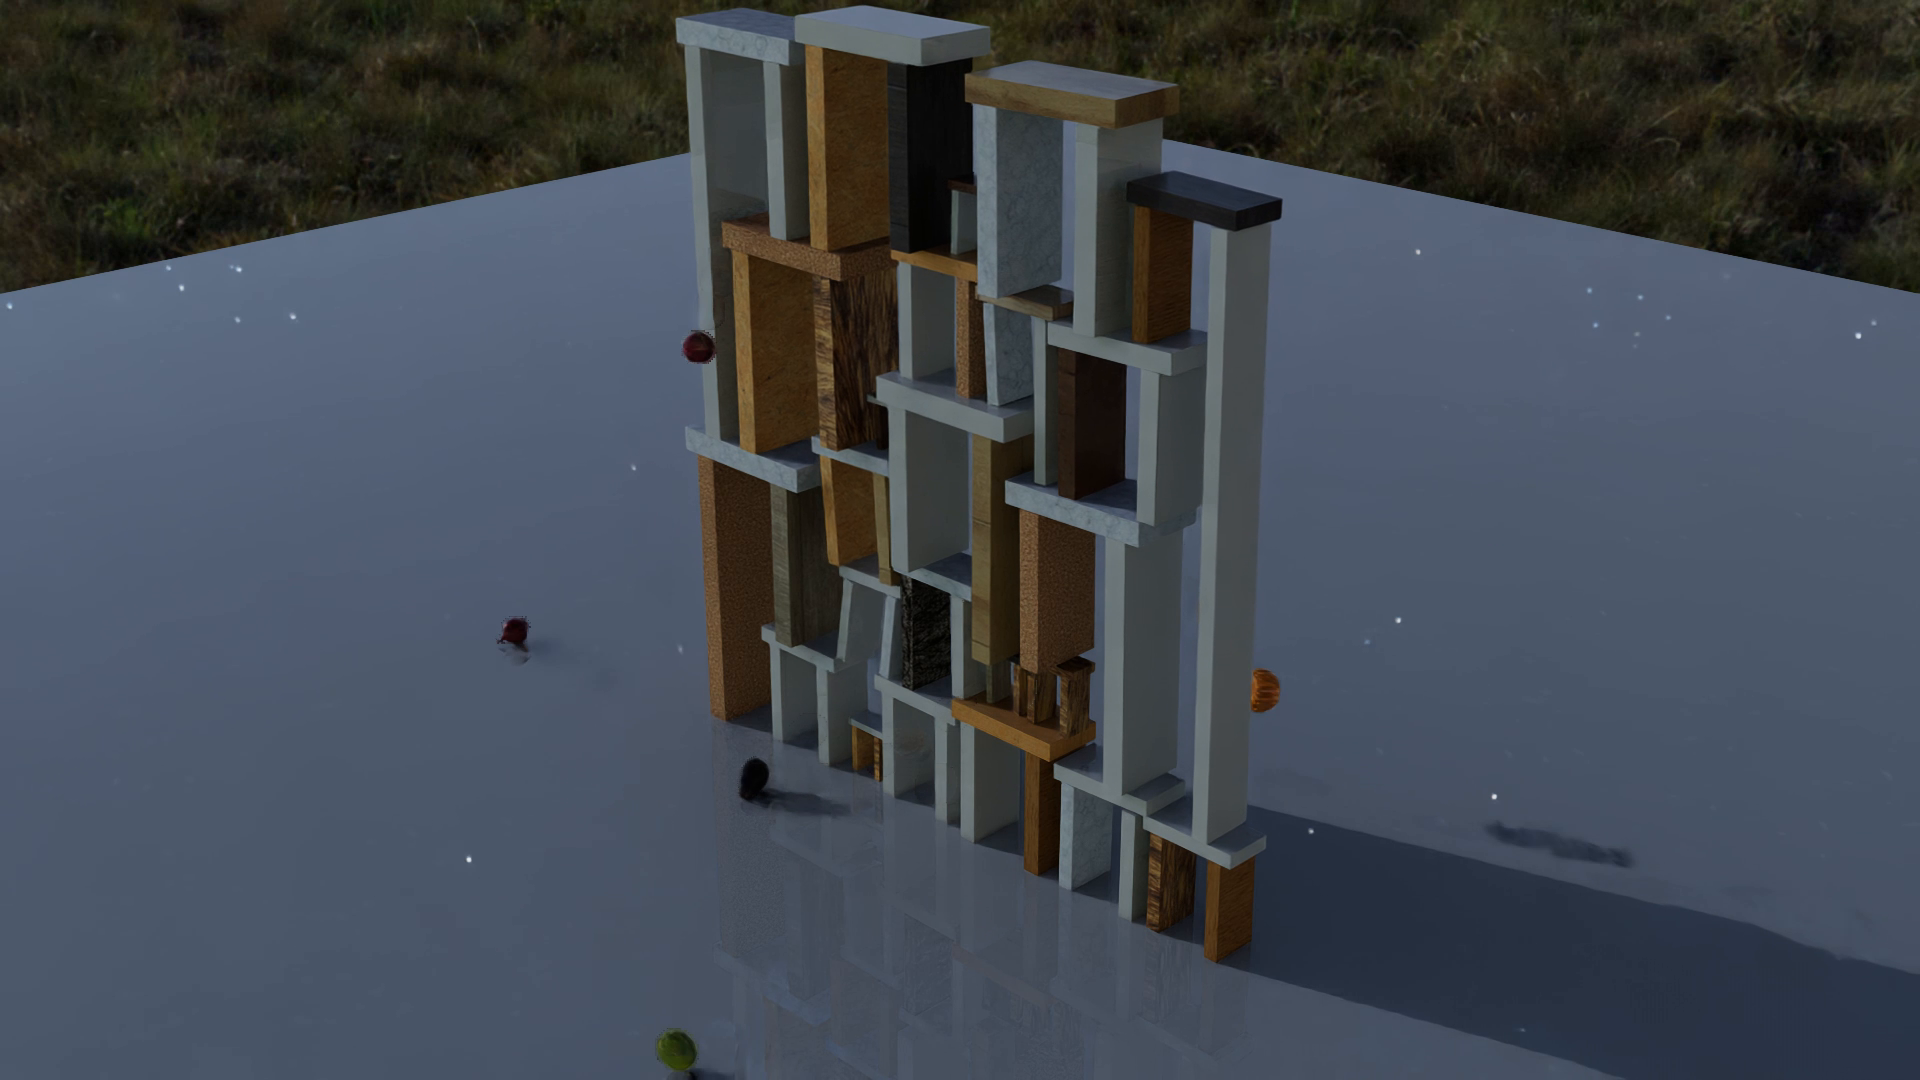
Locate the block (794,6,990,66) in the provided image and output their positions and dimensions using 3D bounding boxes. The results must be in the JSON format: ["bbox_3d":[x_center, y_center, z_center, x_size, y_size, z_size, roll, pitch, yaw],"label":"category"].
[{"bbox_3d":[-0.124,-0.914,3.976,0.169,0.048,0.338,-21,30,-40],"label":"block"}]

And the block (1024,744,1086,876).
[{"bbox_3d":[0.183,0.505,4.238,0.037,0.259,0.130,21,31,41],"label":"block"}]

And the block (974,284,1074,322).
[{"bbox_3d":[0.127,-0.430,3.896,0.189,0.027,0.094,22,32,40],"label":"block"}]

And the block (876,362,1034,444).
[{"bbox_3d":[0.019,-0.263,4.084,0.332,0.047,0.166,21,31,40],"label":"block"}]

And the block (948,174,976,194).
[{"bbox_3d":[0.040,-0.629,3.910,0.117,0.017,0.059,21,31,40],"label":"block"}]

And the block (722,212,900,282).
[{"bbox_3d":[-0.286,-0.580,4.289,0.174,0.049,0.347,-21,31,-41],"label":"block"}]

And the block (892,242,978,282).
[{"bbox_3d":[-0.008,-0.518,4.012,0.223,0.032,0.112,21,31,40],"label":"block"}]

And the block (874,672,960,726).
[{"bbox_3d":[-0.051,0.302,4.414,0.116,0.033,0.231,-21,31,-40],"label":"block"}]

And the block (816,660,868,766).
[{"bbox_3d":[-0.247,0.353,4.636,0.032,0.228,0.114,21,31,41],"label":"block"}]

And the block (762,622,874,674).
[{"bbox_3d":[-0.301,0.213,4.635,0.228,0.032,0.114,21,31,40],"label":"block"}]

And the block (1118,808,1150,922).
[{"bbox_3d":[0.347,0.587,4.090,0.032,0.225,0.113,21,31,41],"label":"block"}]

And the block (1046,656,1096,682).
[{"bbox_3d":[0.186,0.229,4.121,0.125,0.018,0.063,21,31,40],"label":"block"}]

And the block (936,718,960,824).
[{"bbox_3d":[0.003,0.445,4.416,0.116,0.231,0.033,-21,31,-40],"label":"block"}]

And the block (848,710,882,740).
[{"bbox_3d":[-0.178,0.383,4.576,0.103,0.015,0.051,21,31,41],"label":"block"}]

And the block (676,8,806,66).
[{"bbox_3d":[-0.374,-0.967,4.217,0.168,0.048,0.336,-21,31,-40],"label":"block"}]

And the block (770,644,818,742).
[{"bbox_3d":[-0.352,0.312,4.735,0.114,0.228,0.032,-21,31,-40],"label":"block"}]

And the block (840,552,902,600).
[{"bbox_3d":[-0.145,0.071,4.411,0.184,0.026,0.092,19,30,41],"label":"block"}]

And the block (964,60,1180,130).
[{"bbox_3d":[0.186,-0.752,3.701,0.334,0.047,0.167,20,30,40],"label":"block"}]

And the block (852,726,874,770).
[{"bbox_3d":[-0.203,0.428,4.621,0.015,0.103,0.051,21,31,41],"label":"block"}]

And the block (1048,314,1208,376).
[{"bbox_3d":[0.298,-0.342,3.761,0.275,0.039,0.137,19,30,41],"label":"block"}]

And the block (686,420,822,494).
[{"bbox_3d":[-0.389,-0.190,4.568,0.178,0.050,0.355,-21,31,-40],"label":"block"}]

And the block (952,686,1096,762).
[{"bbox_3d":[0.121,0.345,4.237,0.259,0.037,0.130,21,31,41],"label":"block"}]

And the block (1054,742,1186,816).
[{"bbox_3d":[0.296,0.444,4.089,0.225,0.032,0.112,19,29,41],"label":"block"}]

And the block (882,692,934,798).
[{"bbox_3d":[-0.106,0.402,4.517,0.116,0.231,0.033,-21,31,-41],"label":"block"}]

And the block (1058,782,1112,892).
[{"bbox_3d":[0.241,0.546,4.187,0.113,0.225,0.032,-21,31,-40],"label":"block"}]

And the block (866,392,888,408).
[{"bbox_3d":[-0.130,-0.269,4.240,0.048,0.014,0.095,-21,29,-40],"label":"block"}]

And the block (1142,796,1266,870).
[{"bbox_3d":[0.440,0.526,3.965,0.101,0.029,0.202,-21,31,-40],"label":"block"}]

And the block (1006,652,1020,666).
[{"bbox_3d":[0.100,0.211,4.212,0.107,0.015,0.054,21,31,40],"label":"block"}]

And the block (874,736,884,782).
[{"bbox_3d":[-0.154,0.447,4.576,0.015,0.103,0.051,21,31,41],"label":"block"}]

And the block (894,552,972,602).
[{"bbox_3d":[-0.017,0.060,4.271,0.215,0.030,0.108,21,31,40],"label":"block"}]

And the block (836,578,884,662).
[{"bbox_3d":[-0.202,0.152,4.503,0.092,0.189,0.026,-20,39,-39],"label":"block"}]

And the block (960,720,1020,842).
[{"bbox_3d":[0.060,0.457,4.351,0.037,0.259,0.130,21,31,41],"label":"block"}]

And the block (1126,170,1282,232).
[{"bbox_3d":[0.396,-0.552,3.573,0.116,0.033,0.231,-21,32,-40],"label":"block"}]

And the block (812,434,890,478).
[{"bbox_3d":[-0.173,-0.178,4.335,0.115,0.033,0.230,-21,29,-41],"label":"block"}]

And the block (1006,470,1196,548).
[{"bbox_3d":[0.249,-0.069,3.931,0.315,0.045,0.157,20,30,41],"label":"block"}]
